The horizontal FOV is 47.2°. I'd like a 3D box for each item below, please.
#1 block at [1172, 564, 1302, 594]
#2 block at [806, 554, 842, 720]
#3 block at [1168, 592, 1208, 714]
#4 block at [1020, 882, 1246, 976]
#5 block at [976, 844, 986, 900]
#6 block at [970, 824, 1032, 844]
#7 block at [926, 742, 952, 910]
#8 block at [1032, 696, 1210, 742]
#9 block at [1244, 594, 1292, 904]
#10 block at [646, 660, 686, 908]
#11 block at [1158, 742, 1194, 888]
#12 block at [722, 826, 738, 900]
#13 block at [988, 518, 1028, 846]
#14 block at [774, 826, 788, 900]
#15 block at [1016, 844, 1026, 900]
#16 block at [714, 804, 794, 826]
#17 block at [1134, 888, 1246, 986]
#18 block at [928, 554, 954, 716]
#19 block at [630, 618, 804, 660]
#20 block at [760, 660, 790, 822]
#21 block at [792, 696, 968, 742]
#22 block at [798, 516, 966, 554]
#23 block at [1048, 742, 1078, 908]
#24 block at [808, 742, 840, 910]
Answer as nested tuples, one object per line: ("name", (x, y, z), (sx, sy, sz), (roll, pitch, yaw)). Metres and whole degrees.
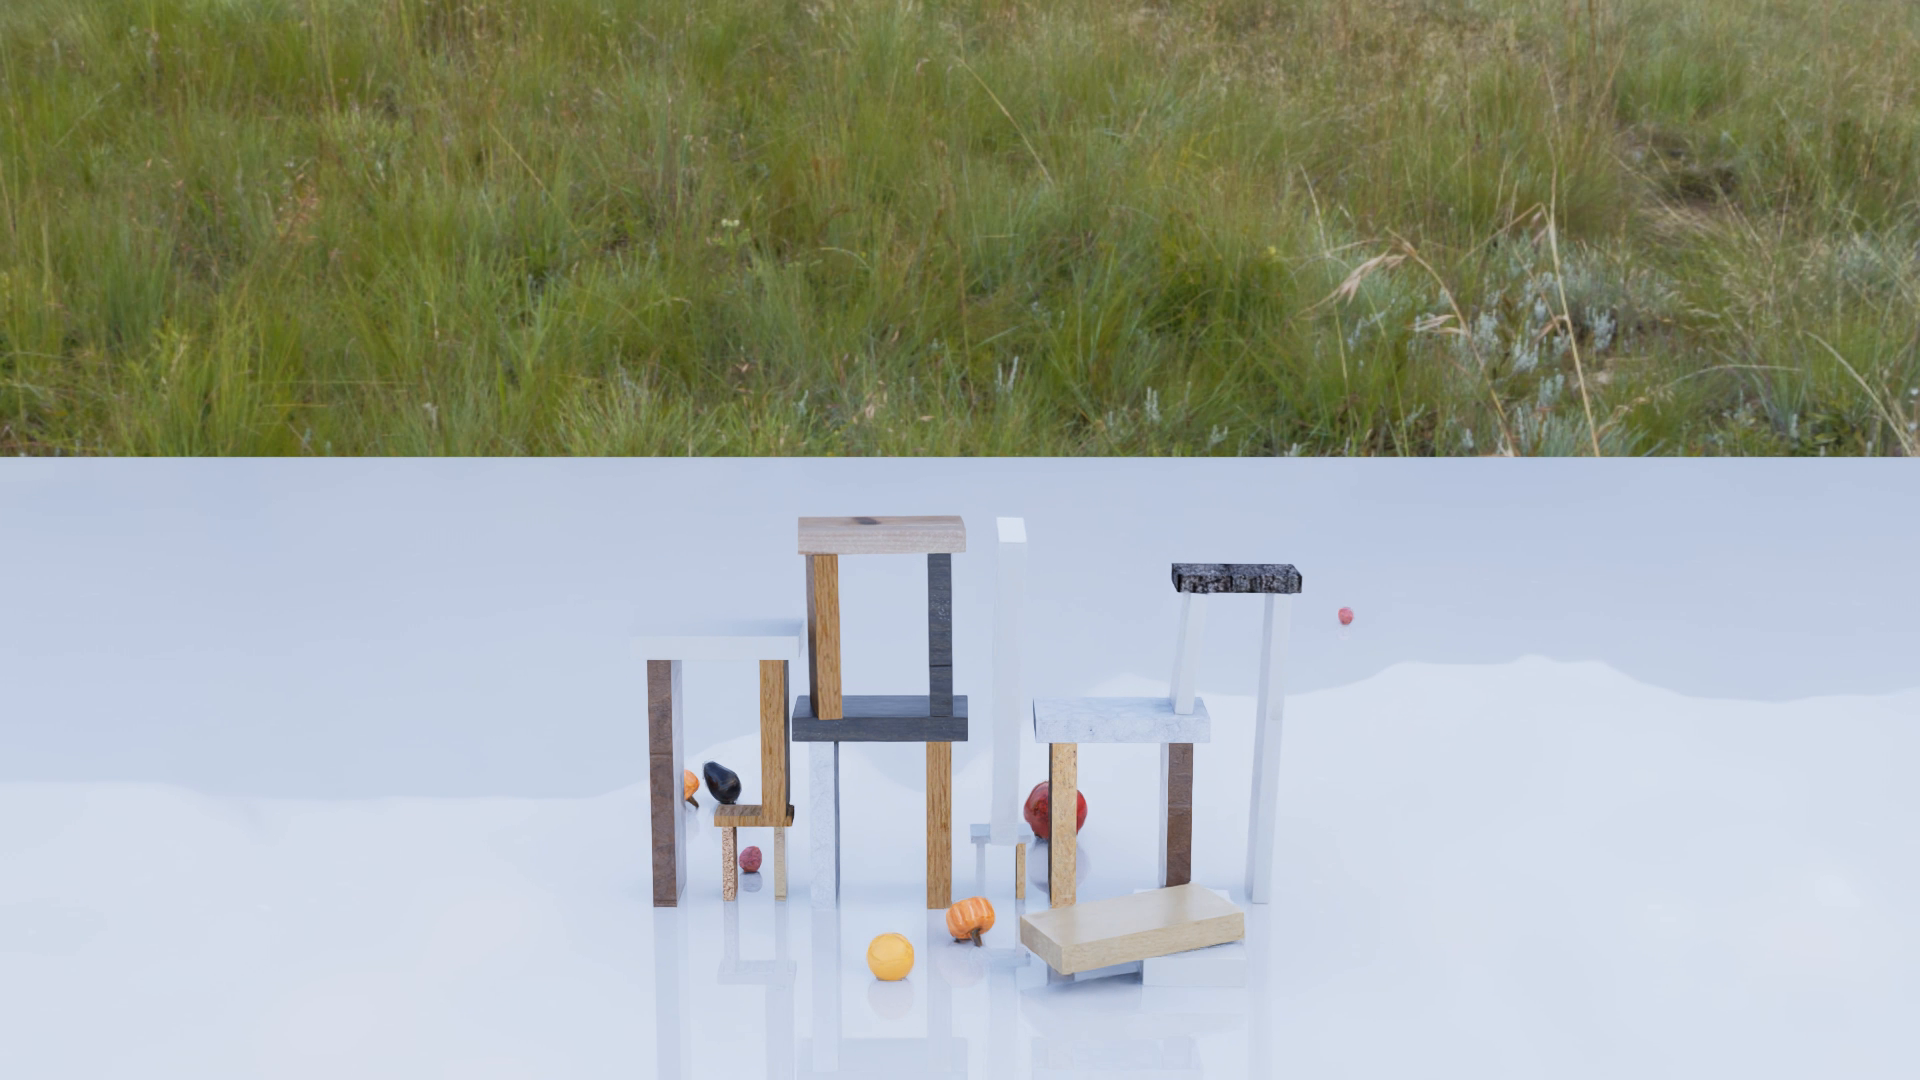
("block", (0.449, 0.062, 3.577), (0.200, 0.028, 0.100), (0, 11, 0))
("block", (-0.221, 0.144, 3.563), (0.038, 0.267, 0.134), (-3, 11, -10))
("block", (0.373, 0.175, 3.594), (0.028, 0.200, 0.100), (6, 10, -1))
("block", (0.261, 0.587, 3.335), (0.304, 0.043, 0.152), (-7, 11, -21))
("block", (0.034, 0.540, 3.653), (0.014, 0.100, 0.050), (0, 15, -1))
("block", (0.067, 0.485, 3.637), (0.100, 0.014, 0.050), (0, 15, -1))
("block", (-0.034, 0.451, 3.639), (0.040, 0.284, 0.142), (0, 11, 0))
("block", (0.263, 0.295, 3.612), (0.281, 0.040, 0.140), (0, 11, 0))
("block", (0.507, 0.334, 3.623), (0.028, 0.520, 0.100), (3, 11, 0))
("block", (-0.483, 0.385, 3.633), (0.038, 0.417, 0.135), (0, 11, 0))
("block", (0.356, 0.452, 3.641), (0.040, 0.281, 0.140), (0, 11, 0))
("block", (-0.382, 0.528, 3.654), (0.018, 0.128, 0.064), (0, 11, 0))
("block", (0.076, 0.230, 3.576), (0.043, 0.511, 0.152), (1, 15, -1))
("block", (-0.297, 0.528, 3.654), (0.018, 0.128, 0.064), (0, 11, 0))
("block", (0.101, 0.540, 3.653), (0.014, 0.100, 0.050), (0, 15, -1))
("block", (-0.340, 0.456, 3.640), (0.128, 0.018, 0.064), (0, 11, 0))
("block", (0.353, 0.615, 3.418), (0.152, 0.043, 0.304), (0, 11, 2))
("block", (-0.032, 0.140, 3.587), (0.038, 0.267, 0.134), (-1, 11, 0))
("block", (-0.394, 0.161, 3.591), (0.271, 0.038, 0.135), (0, 11, 0))
("block", (-0.304, 0.313, 3.619), (0.038, 0.271, 0.135), (0, 11, -1))
("block", (-0.129, 0.292, 3.609), (0.284, 0.040, 0.142), (0, 11, 0))
("block", (-0.128, -0.009, 3.549), (0.267, 0.038, 0.134), (-1, 11, -4))
("block", (0.169, 0.452, 3.641), (0.040, 0.281, 0.140), (0, 11, 0))
("block", (-0.223, 0.451, 3.639), (0.040, 0.284, 0.142), (0, 11, 0))
